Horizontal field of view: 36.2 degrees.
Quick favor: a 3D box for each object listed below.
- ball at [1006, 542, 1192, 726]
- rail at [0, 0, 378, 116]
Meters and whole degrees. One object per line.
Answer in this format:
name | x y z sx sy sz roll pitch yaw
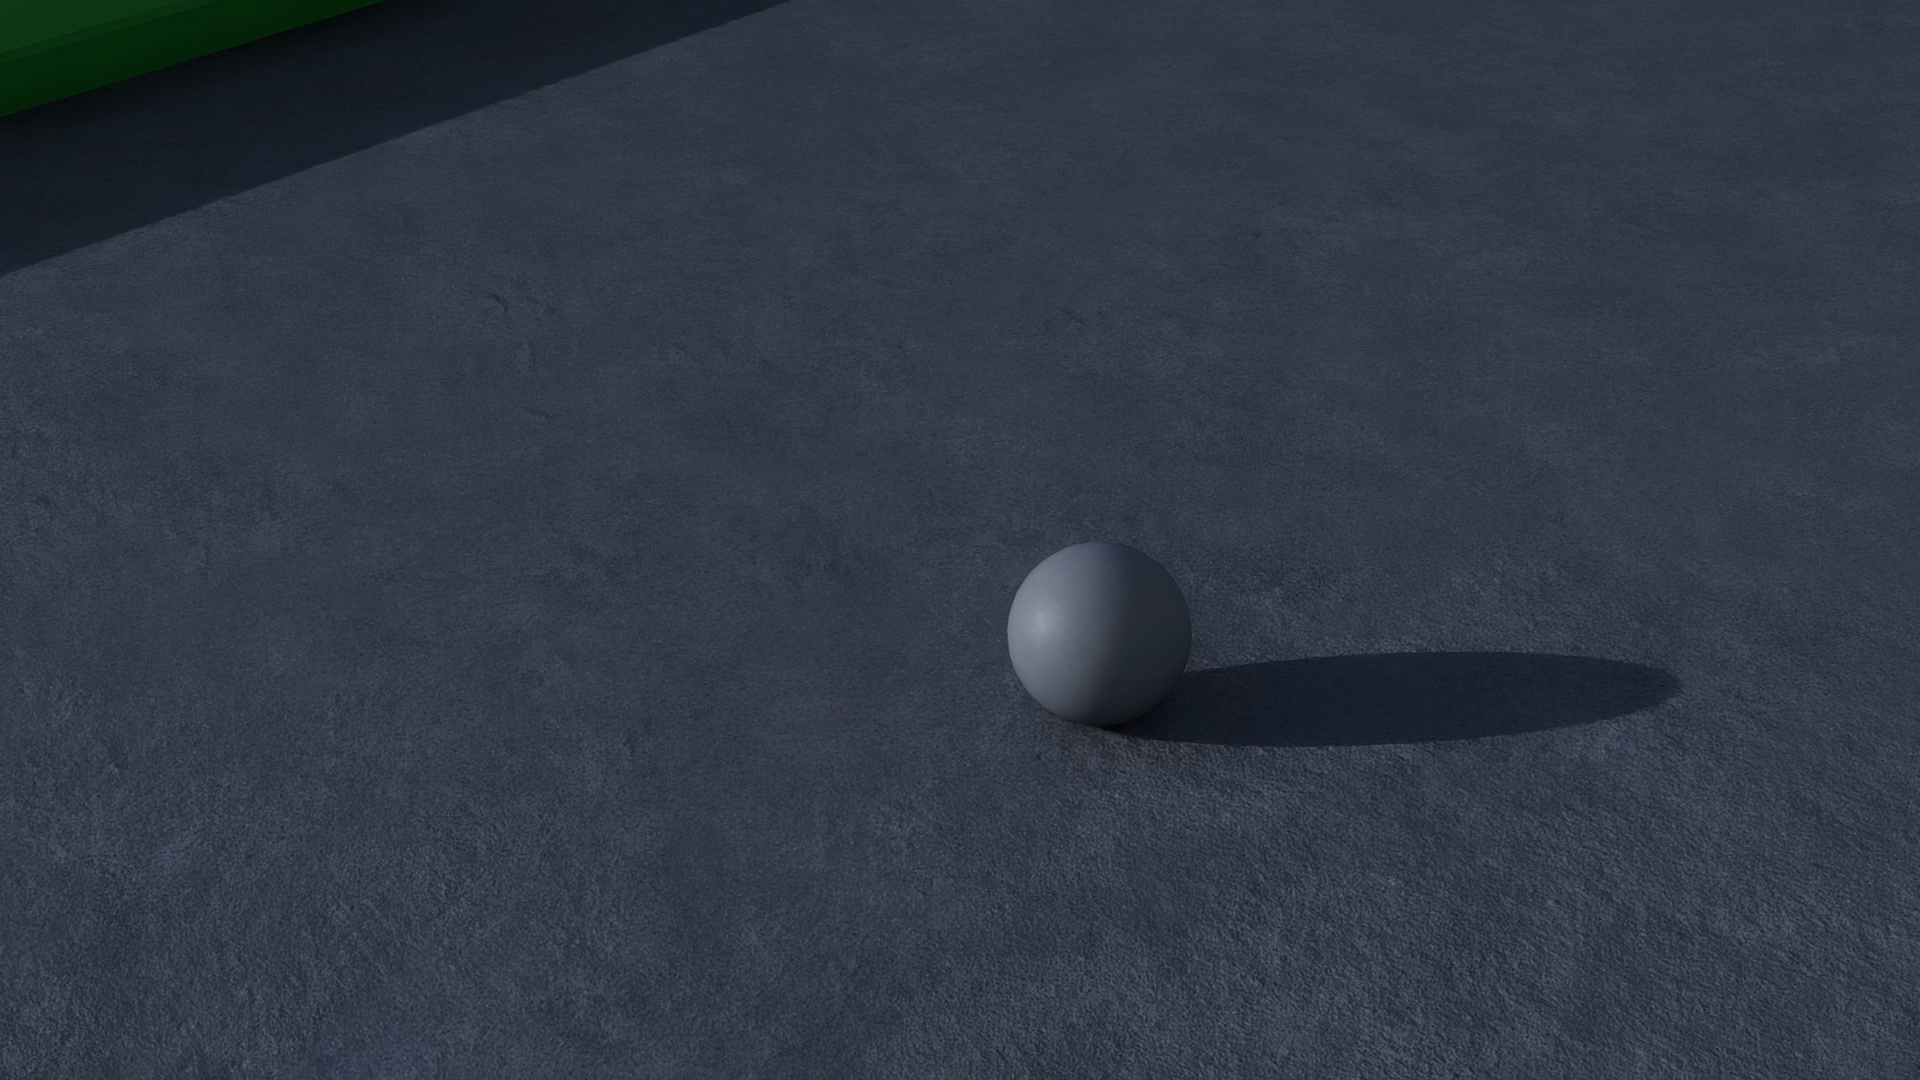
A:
ball | 0.075 0.050 1.579 0.099 0.099 0.099 0 27 0
rail | -0.252 -0.728 3.078 0.045 0.129 4.268 19 33 33
